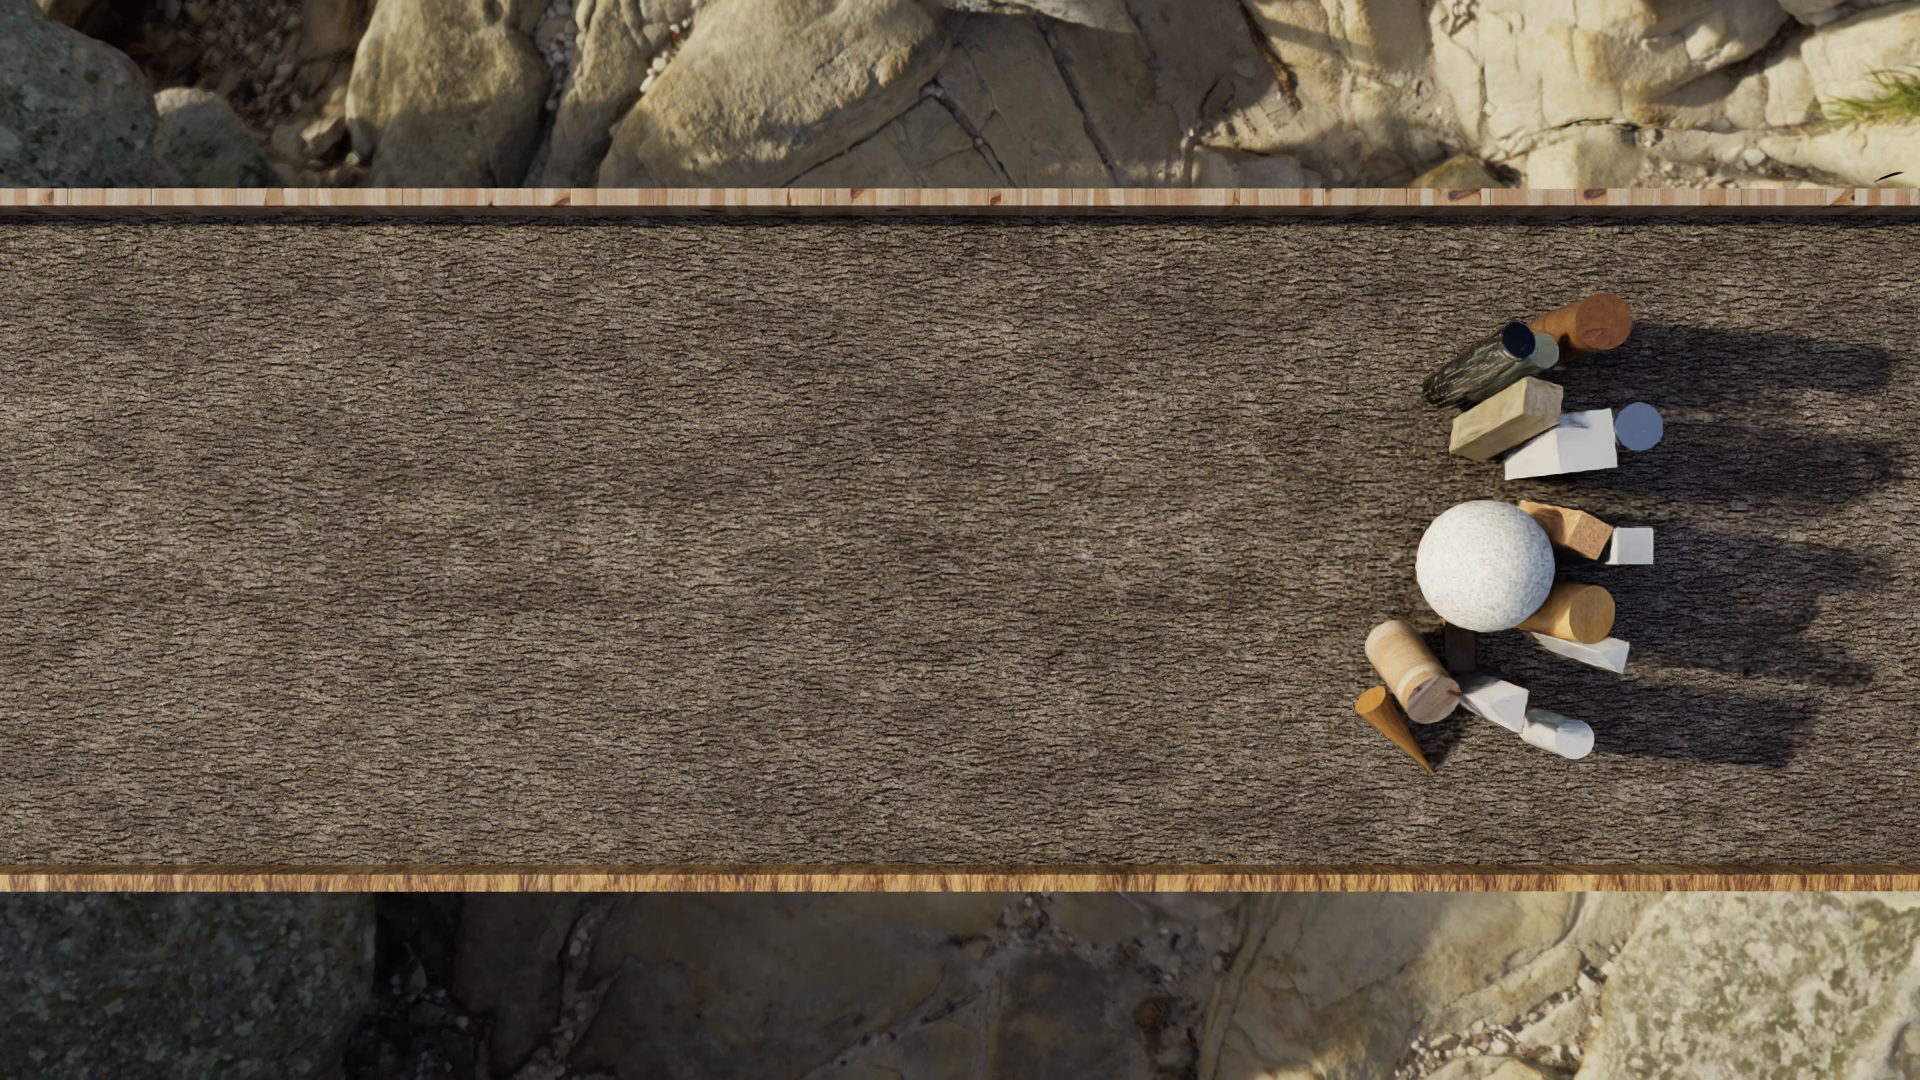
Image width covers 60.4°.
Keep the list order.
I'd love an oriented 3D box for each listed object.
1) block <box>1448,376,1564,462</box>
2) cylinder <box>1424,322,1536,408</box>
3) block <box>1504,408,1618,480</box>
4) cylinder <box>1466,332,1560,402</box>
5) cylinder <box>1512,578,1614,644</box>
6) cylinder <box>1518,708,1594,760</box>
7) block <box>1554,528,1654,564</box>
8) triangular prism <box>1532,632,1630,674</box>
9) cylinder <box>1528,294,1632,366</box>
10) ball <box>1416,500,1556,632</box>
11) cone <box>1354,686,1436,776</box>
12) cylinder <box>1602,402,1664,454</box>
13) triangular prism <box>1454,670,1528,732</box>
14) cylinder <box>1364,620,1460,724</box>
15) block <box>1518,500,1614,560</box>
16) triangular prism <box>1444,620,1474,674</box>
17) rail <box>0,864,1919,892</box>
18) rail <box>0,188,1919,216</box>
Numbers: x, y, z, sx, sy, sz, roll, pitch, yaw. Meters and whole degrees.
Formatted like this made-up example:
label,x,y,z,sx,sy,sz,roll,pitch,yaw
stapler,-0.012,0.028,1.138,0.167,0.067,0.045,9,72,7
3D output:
label,x,y,z,sx,sy,sz,roll,pitch,yaw
block,1.598,-0.350,4.843,0.112,0.440,0.112,14,76,-8
cylinder,1.523,-0.510,4.857,0.106,0.430,0.106,4,74,-14
block,1.763,-0.279,4.873,0.168,0.399,0.168,-6,90,-3
cylinder,1.630,-0.508,4.895,0.107,0.347,0.107,3,77,-14
cylinder,1.752,0.198,4.890,0.172,0.331,0.172,-3,97,-23
cylinder,1.773,0.575,4.918,0.114,0.318,0.114,0,90,0
block,1.884,0.017,4.870,0.107,0.403,0.107,0,90,-8
triangular prism,1.840,0.300,4.873,0.091,0.398,0.078,43,88,-11
cylinder,1.819,-0.618,4.867,0.161,0.418,0.161,0,90,0
ball,1.523,0.074,4.789,0.386,0.386,0.386,0,90,0
cone,1.351,0.605,5.027,0.111,0.111,0.346,-43,106,0
cylinder,1.914,-0.320,4.872,0.139,0.401,0.139,0,90,-3
triangular prism,1.553,0.451,4.846,0.123,0.454,0.107,40,91,-2
cylinder,1.341,0.388,4.902,0.166,0.307,0.166,-5,121,-9
block,1.766,-0.032,4.872,0.104,0.395,0.104,27,92,-8
triangular prism,1.500,0.217,5.017,0.079,0.091,0.383,-1,90,-33
rail,-2.247,1.025,5.001,12.000,0.150,0.050,0,90,0
rail,-2.247,-1.025,5.002,12.000,0.150,0.050,0,90,0
